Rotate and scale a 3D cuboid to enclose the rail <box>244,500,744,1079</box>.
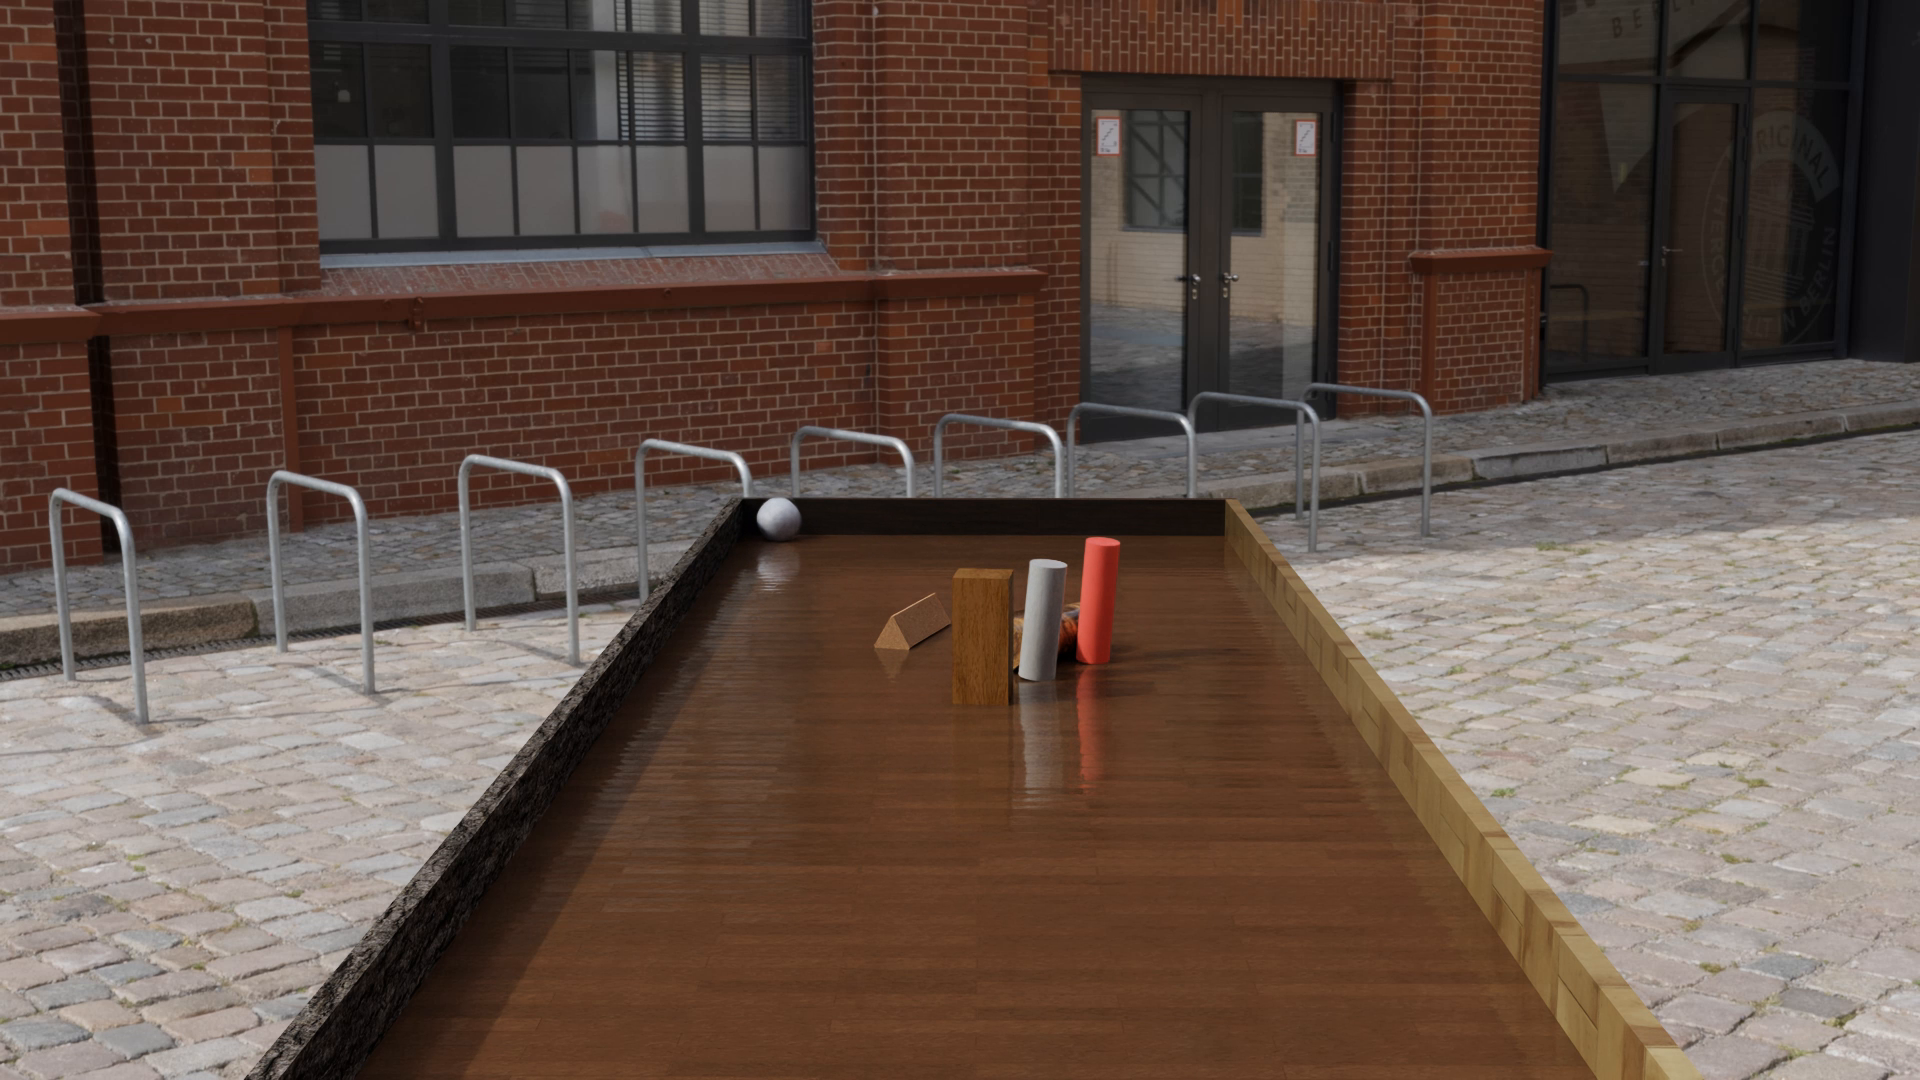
[{"bbox_3d":[-1.004,0.839,3.234,0.050,0.150,12.000,0,9,1],"label":"rail"}]

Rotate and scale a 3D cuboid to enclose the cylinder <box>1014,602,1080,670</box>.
[{"bbox_3d":[0.249,0.293,6.677,0.151,0.151,0.408,7,11,37],"label":"cylinder"}]

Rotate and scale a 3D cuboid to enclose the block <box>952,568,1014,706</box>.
[{"bbox_3d":[0.065,0.270,6.167,0.156,0.357,0.156,1,9,6],"label":"block"}]

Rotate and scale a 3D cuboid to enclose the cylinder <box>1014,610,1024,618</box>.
[{"bbox_3d":[0.201,0.276,6.900,0.114,0.114,0.313,7,11,37],"label":"cylinder"}]

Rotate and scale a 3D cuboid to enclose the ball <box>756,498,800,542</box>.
[{"bbox_3d":[-0.739,-0.084,8.964,0.180,0.180,0.180,0,9,0],"label":"ball"}]

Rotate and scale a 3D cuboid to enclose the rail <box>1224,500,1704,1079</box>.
[{"bbox_3d":[1.046,0.843,3.208,0.050,0.150,12.000,0,9,1],"label":"rail"}]

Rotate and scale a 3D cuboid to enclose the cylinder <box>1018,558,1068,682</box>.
[{"bbox_3d":[0.241,0.233,6.420,0.110,0.339,0.110,5,13,-1],"label":"cylinder"}]

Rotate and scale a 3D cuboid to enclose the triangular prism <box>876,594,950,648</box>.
[{"bbox_3d":[-0.148,0.255,7.060,0.116,0.100,0.423,3,10,17],"label":"triangular prism"}]

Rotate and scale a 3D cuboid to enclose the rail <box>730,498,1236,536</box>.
[{"bbox_3d":[0.099,-0.098,9.147,2.100,0.150,0.050,0,9,1],"label":"rail"}]

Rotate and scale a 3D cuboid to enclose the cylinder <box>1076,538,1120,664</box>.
[{"bbox_3d":[0.416,0.183,6.642,0.103,0.370,0.103,4,14,-1],"label":"cylinder"}]
